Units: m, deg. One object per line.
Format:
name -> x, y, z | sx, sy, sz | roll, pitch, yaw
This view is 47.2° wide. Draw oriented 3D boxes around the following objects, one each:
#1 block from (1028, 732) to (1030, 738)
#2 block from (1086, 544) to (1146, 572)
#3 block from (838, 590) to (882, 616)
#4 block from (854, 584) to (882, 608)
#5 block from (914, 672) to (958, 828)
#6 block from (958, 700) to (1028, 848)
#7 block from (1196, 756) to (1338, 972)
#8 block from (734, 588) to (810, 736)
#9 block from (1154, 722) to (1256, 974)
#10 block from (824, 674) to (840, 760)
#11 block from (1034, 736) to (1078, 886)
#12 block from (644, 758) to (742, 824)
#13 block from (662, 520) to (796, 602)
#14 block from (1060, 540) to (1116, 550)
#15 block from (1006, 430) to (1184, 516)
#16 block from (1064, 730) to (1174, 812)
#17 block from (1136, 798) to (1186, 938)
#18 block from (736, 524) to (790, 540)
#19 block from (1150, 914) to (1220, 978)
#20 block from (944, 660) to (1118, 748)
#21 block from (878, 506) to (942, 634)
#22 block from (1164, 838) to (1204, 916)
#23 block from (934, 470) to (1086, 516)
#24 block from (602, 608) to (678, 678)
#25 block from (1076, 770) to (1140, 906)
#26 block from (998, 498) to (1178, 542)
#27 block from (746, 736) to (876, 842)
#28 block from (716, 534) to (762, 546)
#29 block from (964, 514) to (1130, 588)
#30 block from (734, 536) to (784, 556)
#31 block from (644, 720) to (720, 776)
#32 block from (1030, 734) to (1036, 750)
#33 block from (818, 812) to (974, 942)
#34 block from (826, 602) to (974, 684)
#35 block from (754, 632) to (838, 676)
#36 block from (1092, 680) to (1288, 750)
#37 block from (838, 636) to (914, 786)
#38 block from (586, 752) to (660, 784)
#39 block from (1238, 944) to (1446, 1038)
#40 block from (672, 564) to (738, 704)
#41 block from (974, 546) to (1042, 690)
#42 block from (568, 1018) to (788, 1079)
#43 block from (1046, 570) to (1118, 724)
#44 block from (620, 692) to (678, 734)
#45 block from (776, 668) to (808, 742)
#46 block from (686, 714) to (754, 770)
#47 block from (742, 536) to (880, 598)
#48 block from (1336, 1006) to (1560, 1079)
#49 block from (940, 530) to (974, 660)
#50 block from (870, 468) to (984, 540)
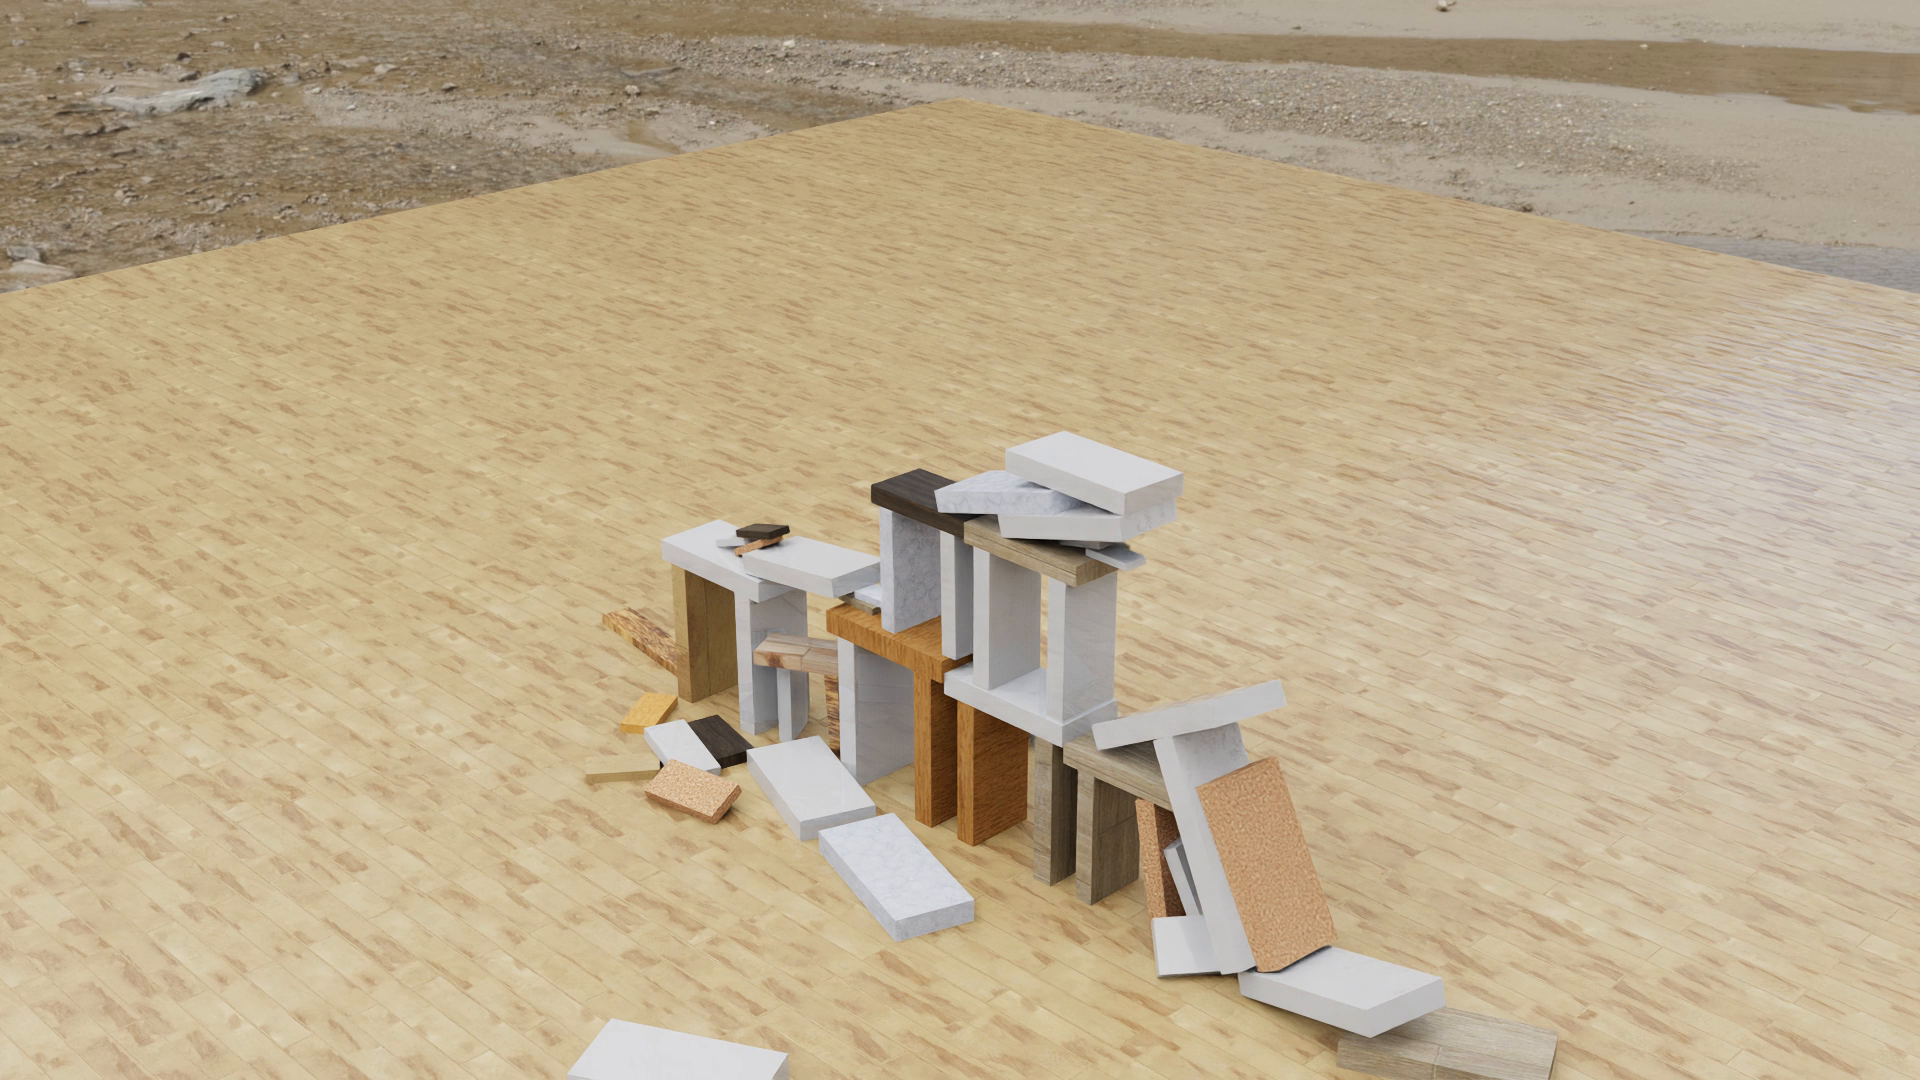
block -> -0.033, 0.361, 4.856 | 0.438, 0.042, 0.148 | 12, 26, 26
block -> 0.279, 0.028, 3.934 | 0.050, 0.014, 0.101 | -20, 30, -39
block -> -0.192, 0.122, 4.477 | 0.055, 0.016, 0.110 | -19, 30, -38
block -> -0.154, 0.117, 4.448 | 0.110, 0.016, 0.055 | 19, 29, 38
block -> -0.015, 0.393, 4.406 | 0.167, 0.334, 0.047 | -21, 31, -41
block -> 0.065, 0.435, 4.338 | 0.044, 0.310, 0.155 | 21, 31, 41
block -> 0.542, 0.569, 3.874 | 0.170, 0.339, 0.048 | -16, -3, -41
block -> -0.405, 0.244, 4.767 | 0.046, 0.328, 0.164 | 20, 30, 39
block -> 0.476, 0.538, 3.895 | 0.170, 0.423, 0.048 | -12, -7, -40
block -> -0.246, 0.359, 4.651 | 0.029, 0.204, 0.102 | 5, 23, 21
block -> 0.211, 0.492, 4.204 | 0.155, 0.310, 0.044 | -21, 31, -41
block -> -0.544, 0.511, 4.478 | 0.184, 0.026, 0.092 | 16, 51, 33
block -> -0.480, 0.043, 4.762 | 0.328, 0.046, 0.164 | 21, 31, 41
block -> 0.233, -0.001, 3.977 | 0.050, 0.014, 0.101 | -21, 19, -40
block -> 0.239, -0.122, 3.949 | 0.150, 0.043, 0.301 | -19, 29, -38
block -> 0.338, 0.413, 4.026 | 0.138, 0.039, 0.276 | -21, 30, -41
block -> 0.389, 0.580, 4.037 | 0.039, 0.276, 0.138 | 6, 22, 37
block -> -0.419, -0.018, 4.672 | 0.056, 0.016, 0.113 | -20, 17, -41
block -> 0.449, 0.724, 3.937 | 0.203, 0.029, 0.102 | -3, 68, -6
block -> 0.133, 0.299, 4.207 | 0.310, 0.044, 0.155 | 21, 31, 41
block -> -0.097, 0.043, 4.351 | 0.130, 0.261, 0.037 | -21, 30, -39
block -> 0.442, 0.636, 4.011 | 0.029, 0.203, 0.102 | -14, 9, 41
block -> 0.112, -0.089, 4.076 | 0.150, 0.043, 0.302 | -21, 16, -41
block -> -0.723, 0.238, 5.173 | 0.076, 0.022, 0.363 | -16, 28, -33
block -> 0.281, 0.537, 4.141 | 0.039, 0.276, 0.138 | 21, 31, 41
block -> 0.228, -0.042, 3.963 | 0.150, 0.043, 0.301 | -21, 16, -41
block -> -0.308, 0.506, 4.510 | 0.162, 0.046, 0.323 | -10, 25, -22
block -> -0.473, -0.002, 4.740 | 0.056, 0.016, 0.113 | -19, 9, -37
block -> 0.158, 0.007, 4.055 | 0.143, 0.041, 0.286 | -21, 31, -40
block -> -0.430, 0.010, 4.693 | 0.056, 0.016, 0.113 | -19, 1, -37
block -> -0.586, 0.447, 4.630 | 0.092, 0.026, 0.184 | -11, 35, -30
block -> 0.249, 0.468, 4.604 | 0.149, 0.042, 0.297 | -4, 23, -8
block -> -0.125, 0.639, 4.197 | 0.162, 0.046, 0.357 | -11, 25, -24
block -> -0.094, 0.187, 4.406 | 0.167, 0.047, 0.334 | -21, 31, -41
block -> -0.321, 0.241, 4.632 | 0.204, 0.029, 0.102 | 7, 24, 17
block -> 0.406, 0.314, 3.935 | 0.170, 0.048, 0.339 | -12, -4, -35
block -> -0.172, 0.332, 4.551 | 0.167, 0.334, 0.047 | -21, 31, -41
block -> -0.706, 0.477, 4.608 | 0.152, 0.022, 0.076 | -3, 23, -7
block -> 0.649, 0.765, 3.766 | 0.169, 0.048, 0.338 | -14, 9, -30
block -> -0.557, 0.185, 4.905 | 0.046, 0.328, 0.164 | 21, 31, 41
block -> 0.090, 0.130, 4.182 | 0.143, 0.286, 0.041 | -21, 31, -41
block -> -0.463, 0.882, 3.624 | 0.323, 0.046, 0.162 | 7, 24, 16
block -> 0.225, 0.183, 4.059 | 0.143, 0.286, 0.041 | -21, 31, -41
block -> -0.682, 0.382, 4.834 | 0.076, 0.022, 0.152 | 5, 24, 12
block -> -0.361, 0.322, 4.740 | 0.029, 0.204, 0.102 | 6, 24, 14
block -> -0.520, 0.432, 4.709 | 0.092, 0.026, 0.184 | -14, 27, -29
block -> -0.302, 0.054, 4.572 | 0.148, 0.042, 0.297 | -20, 23, -39
block -> 0.818, 0.853, 3.688 | 0.338, 0.048, 0.169 | 9, 24, 20
block -> 0.023, 0.089, 4.241 | 0.037, 0.261, 0.131 | 20, 30, 41
block -> -0.036, -0.072, 4.237 | 0.130, 0.037, 0.261 | -21, 31, -40
